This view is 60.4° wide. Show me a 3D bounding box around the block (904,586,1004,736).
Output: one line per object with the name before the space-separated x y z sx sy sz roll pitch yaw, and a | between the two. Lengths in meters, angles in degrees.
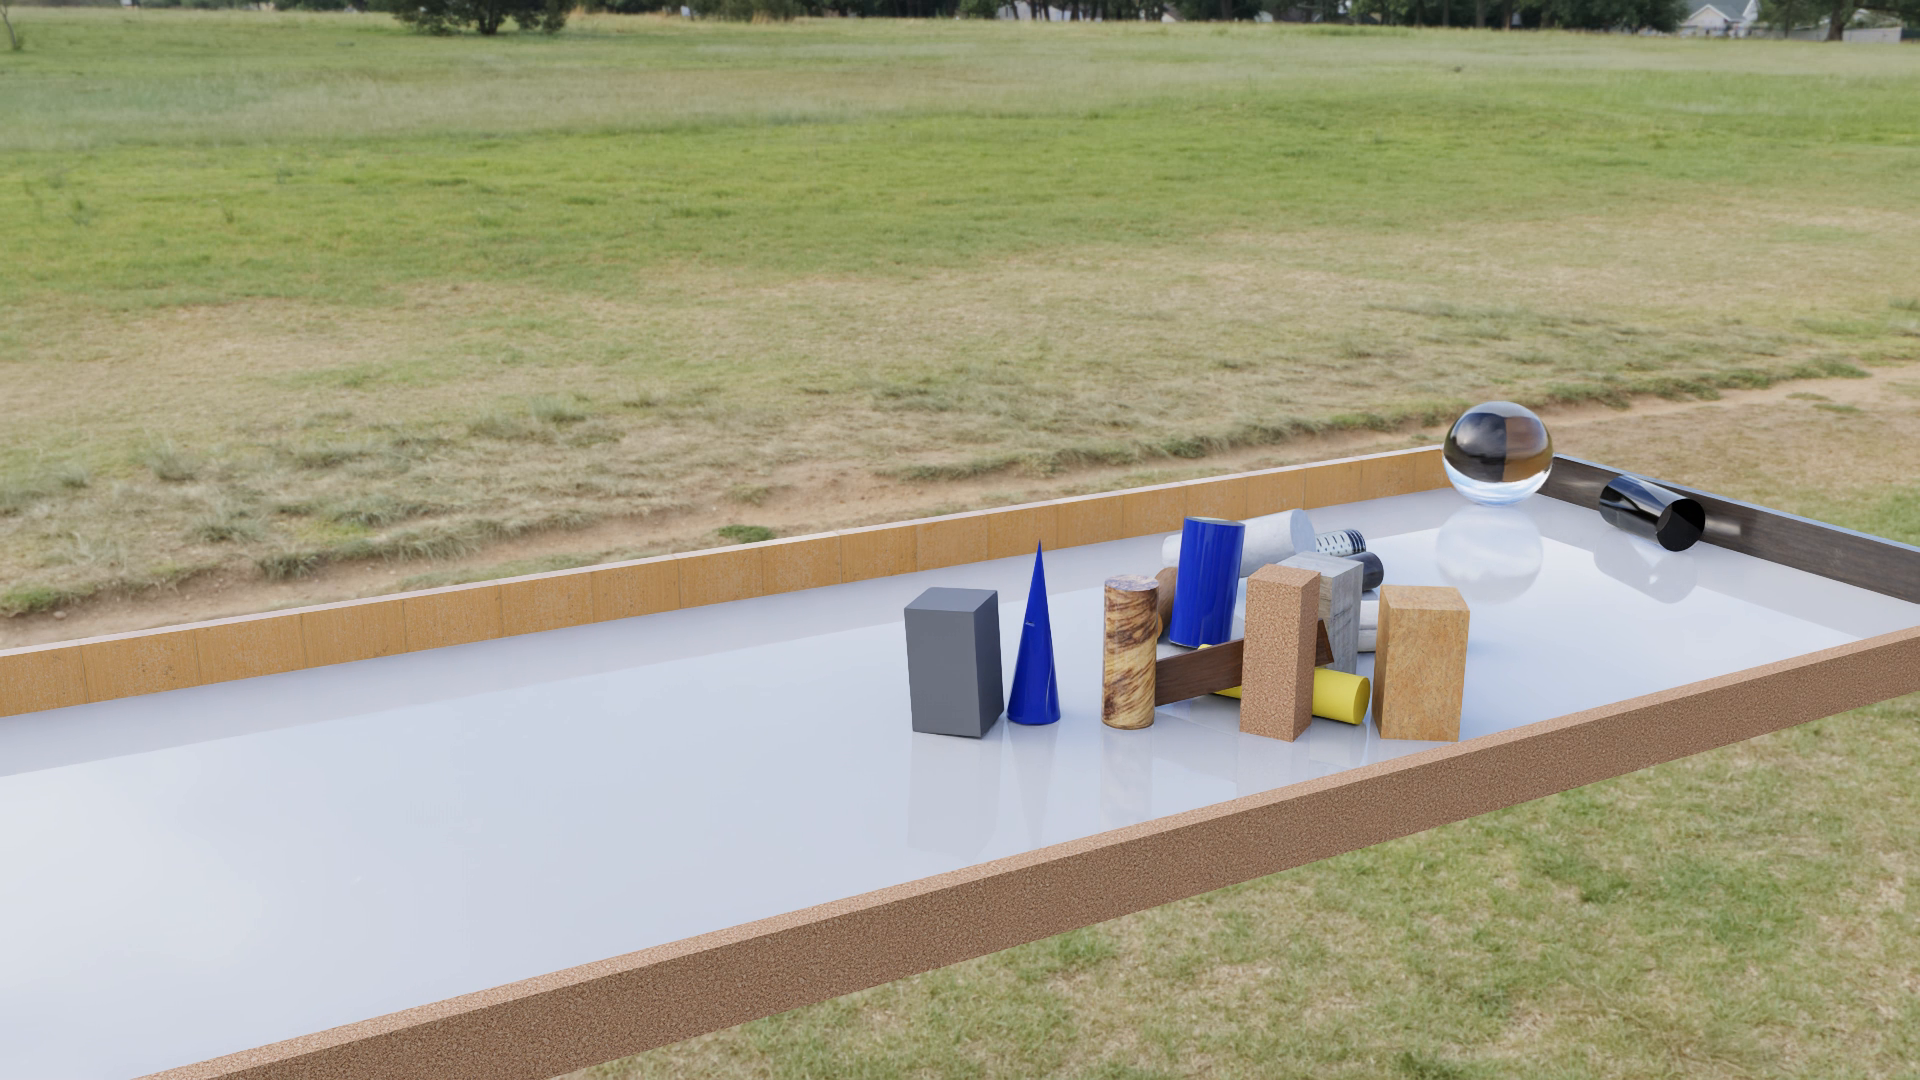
block | -0.011 0.281 3.847 0.168 0.301 0.168 2 16 20

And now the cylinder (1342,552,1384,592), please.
cylinder | 1.040 0.119 4.752 0.398 0.111 0.111 -10 19 -32

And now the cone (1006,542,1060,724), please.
cone | 0.180 0.205 3.873 0.132 0.438 0.132 1 15 0

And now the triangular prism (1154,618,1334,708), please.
triangular prism | 0.652 0.275 3.940 0.451 0.098 0.114 -15 44 9

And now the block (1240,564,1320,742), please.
block | 0.738 0.259 3.808 0.129 0.375 0.129 9 19 29

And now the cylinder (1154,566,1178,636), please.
cylinder | 0.547 0.177 4.551 0.114 0.114 0.350 6 17 20

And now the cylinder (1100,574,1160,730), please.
cylinder | 0.397 0.262 3.858 0.126 0.341 0.126 0 16 0

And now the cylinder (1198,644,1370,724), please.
cylinder | 0.770 0.345 3.978 0.413 0.114 0.114 10 19 32

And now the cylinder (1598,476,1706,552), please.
cylinder | 2.241 -0.089 5.348 0.174 0.174 0.308 -4 17 -12

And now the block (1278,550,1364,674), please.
block | 0.886 0.205 4.118 0.161 0.305 0.161 13 21 38

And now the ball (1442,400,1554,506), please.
ball | 1.866 -0.300 5.725 0.367 0.367 0.367 0 16 0

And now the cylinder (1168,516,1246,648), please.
cylinder | 0.652 0.112 4.350 0.162 0.327 0.162 6 7 -1

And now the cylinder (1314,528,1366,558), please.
cylinder | 1.058 0.045 4.998 0.347 0.115 0.115 -9 18 -27

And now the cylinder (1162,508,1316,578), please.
cylinder | 0.799 0.029 4.739 0.409 0.163 0.163 -13 6 35

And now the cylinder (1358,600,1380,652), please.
cylinder | 1.092 0.226 4.349 0.460 0.134 0.134 -1 16 -5

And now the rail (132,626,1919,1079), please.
rail | -2.336 1.006 1.665 12.000 0.150 0.050 -9 18 -27

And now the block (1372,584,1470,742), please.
block | 1.065 0.284 3.827 0.174 0.317 0.174 2 16 6

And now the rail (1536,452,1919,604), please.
rail | 2.466 -0.048 5.253 0.050 0.150 2.100 -9 18 -27

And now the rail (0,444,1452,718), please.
rail | -3.305 0.497 3.399 12.000 0.150 0.050 -9 18 -27
